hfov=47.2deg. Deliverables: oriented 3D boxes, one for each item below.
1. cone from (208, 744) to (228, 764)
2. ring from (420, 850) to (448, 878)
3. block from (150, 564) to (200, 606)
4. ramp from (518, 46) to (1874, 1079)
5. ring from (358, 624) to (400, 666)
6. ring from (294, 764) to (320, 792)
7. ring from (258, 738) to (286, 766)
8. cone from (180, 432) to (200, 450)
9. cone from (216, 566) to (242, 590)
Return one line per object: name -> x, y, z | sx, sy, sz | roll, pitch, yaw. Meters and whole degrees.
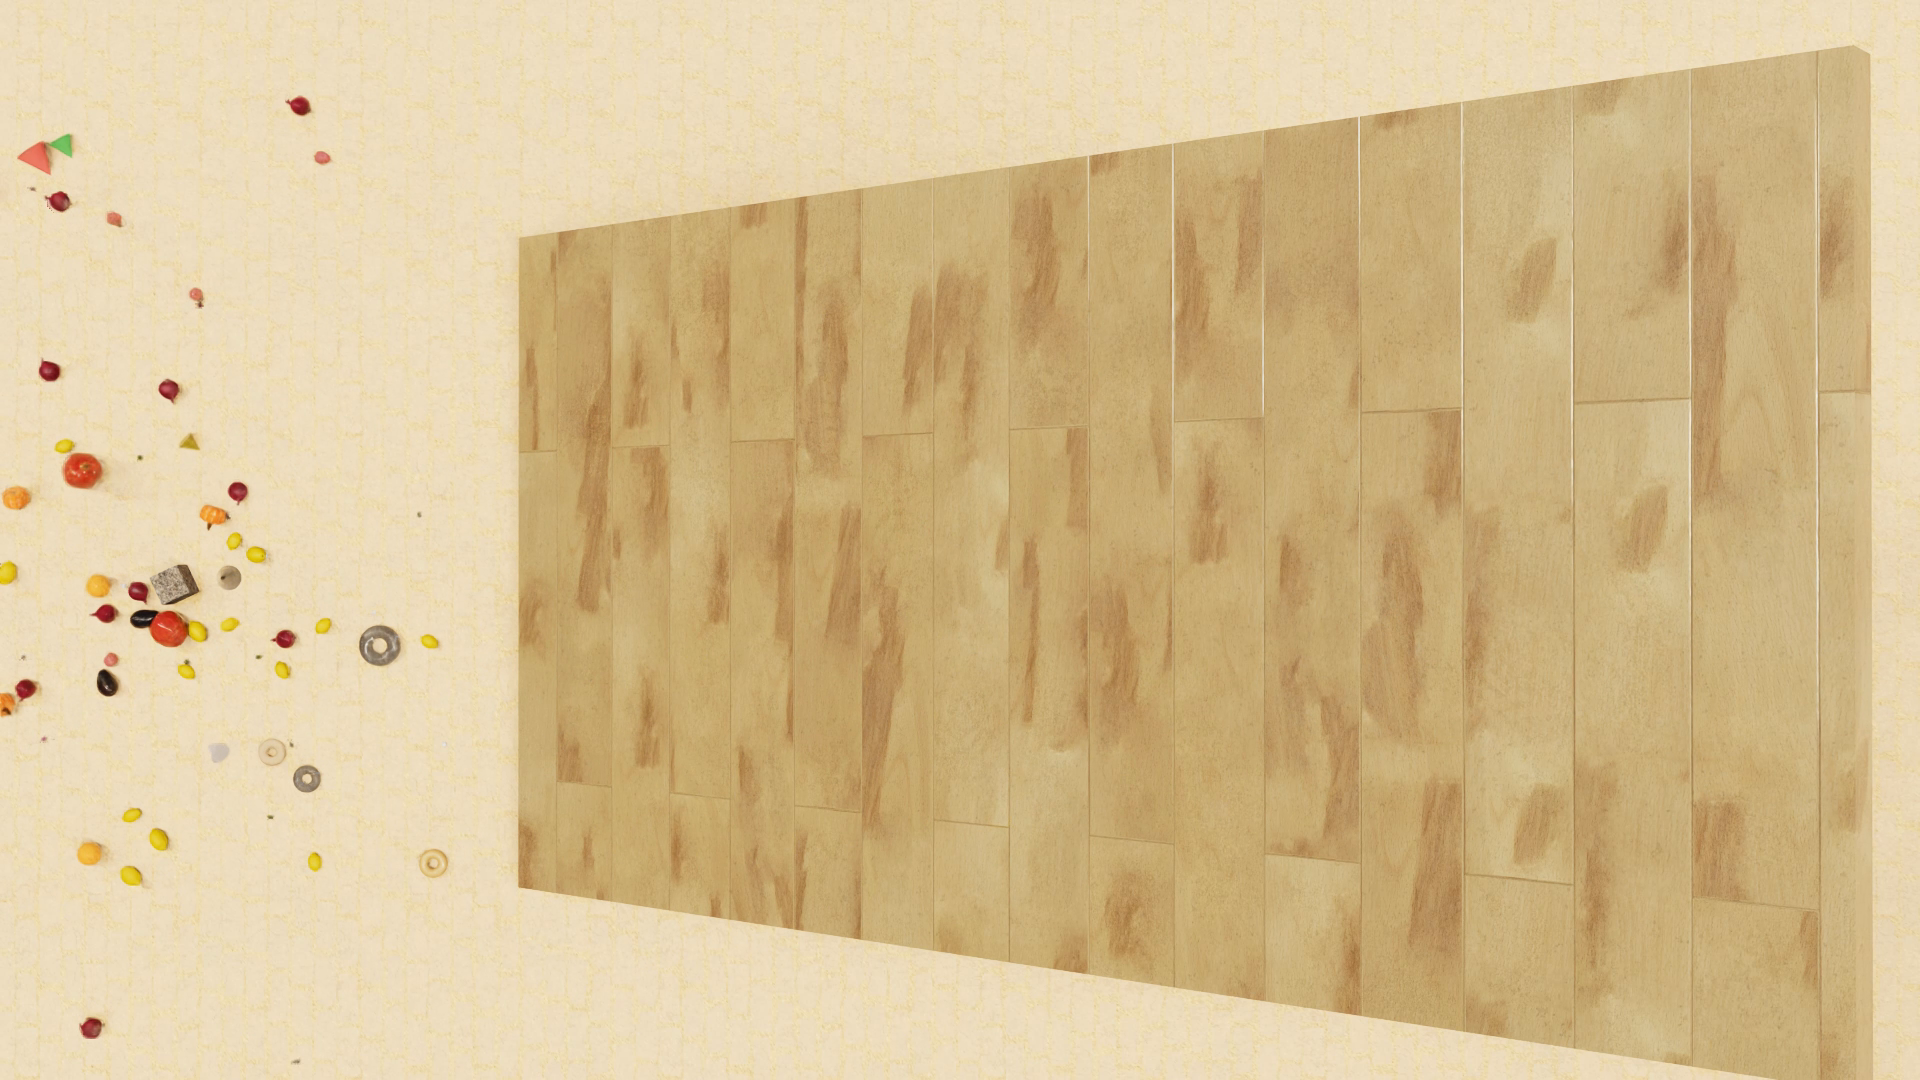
cone -> -2.317, 0.651, 6.827 | 0.063, 0.063, 0.063 | 26, 90, 27
ring -> -1.635, 1.004, 6.824 | 0.089, 0.030, 0.089 | 0, 88, 0
block -> -2.427, 0.138, 6.797 | 0.093, 0.093, 0.093 | -25, 90, 0
ramp -> 0.208, 0.061, 5.523 | 4.000, 0.100, 2.000 | 0, 90, 40
ring -> -1.800, 0.328, 6.822 | 0.131, 0.044, 0.131 | 0, 91, 0
ring -> -2.027, 0.742, 6.826 | 0.088, 0.029, 0.088 | 0, 88, 1
ring -> -2.136, 0.659, 6.827 | 0.084, 0.028, 0.084 | 0, 90, -1
cone -> -2.384, -0.296, 6.834 | 0.057, 0.057, 0.057 | 40, 90, -27
cone -> -2.275, 0.118, 6.805 | 0.078, 0.078, 0.078 | 0, 90, 0
